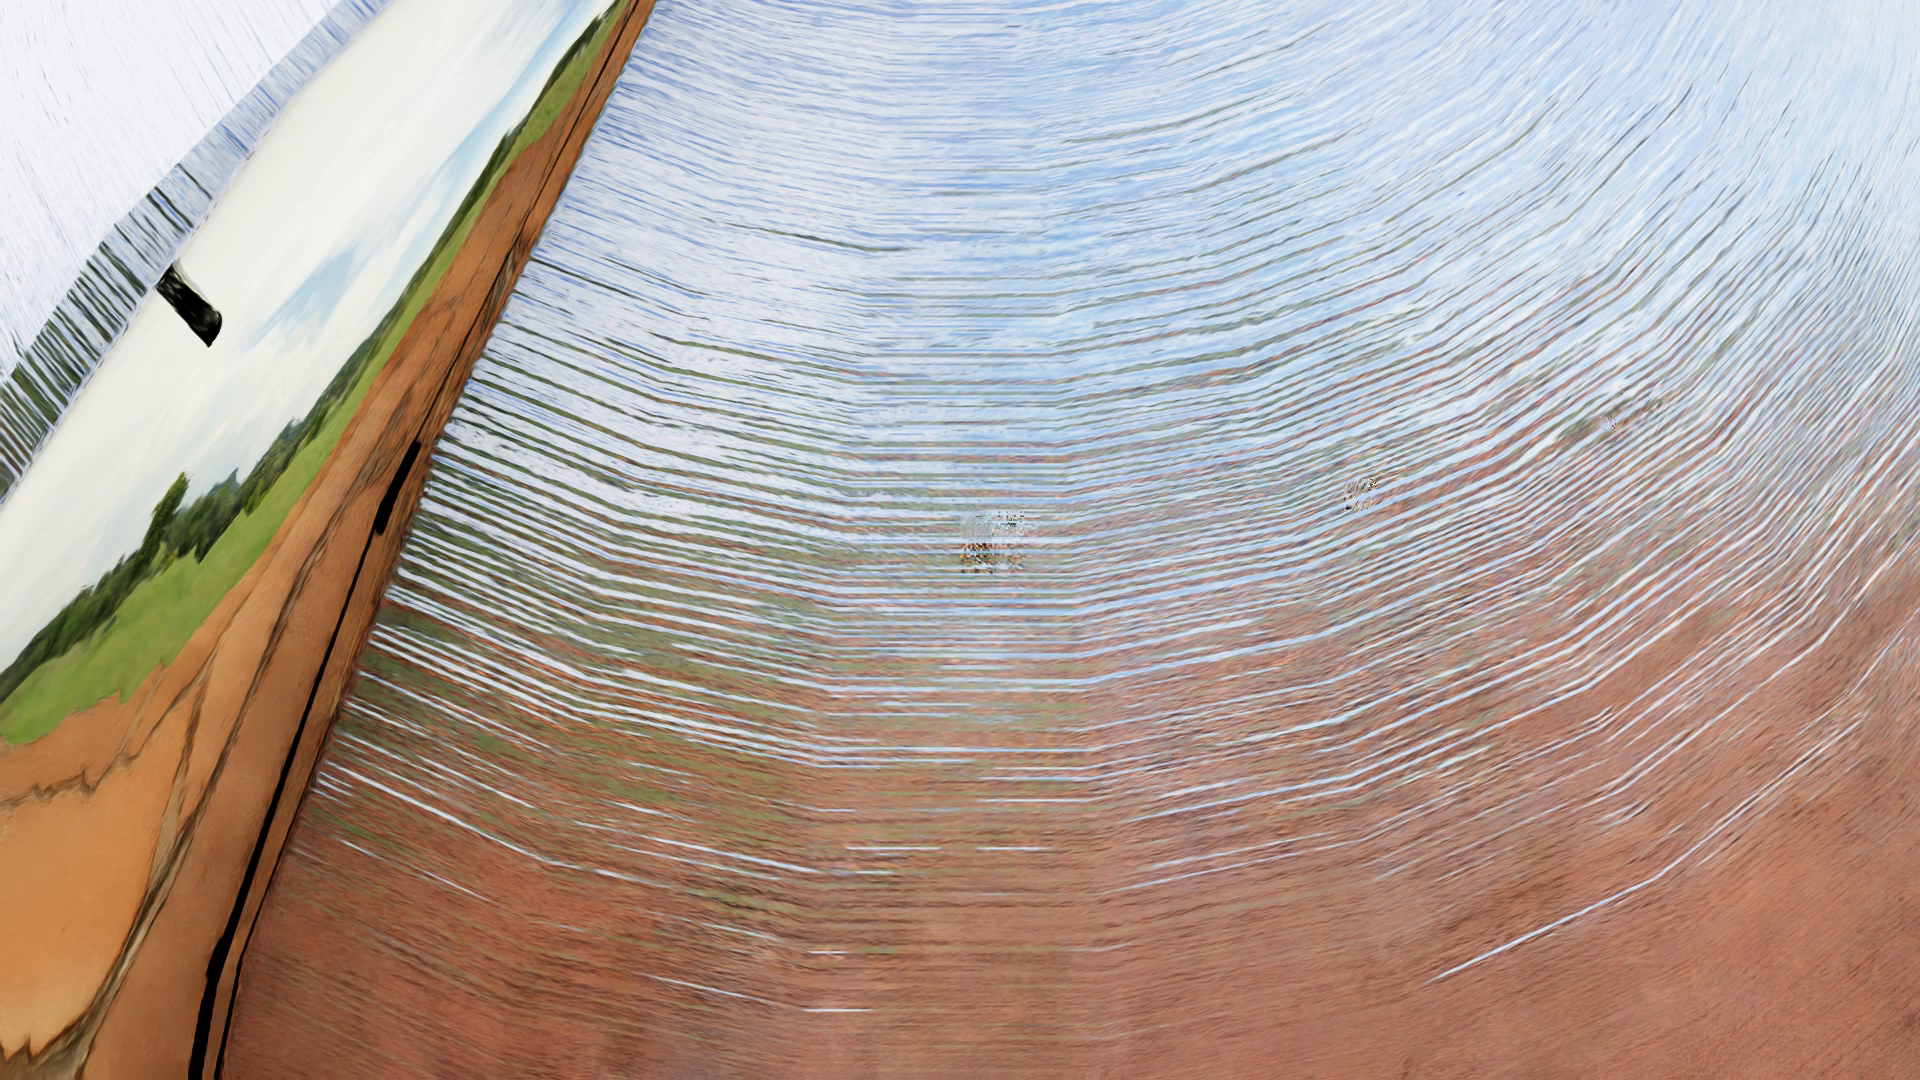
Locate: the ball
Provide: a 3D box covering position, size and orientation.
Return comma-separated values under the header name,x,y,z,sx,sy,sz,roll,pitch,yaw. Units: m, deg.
name,x,y,z,sx,sy,sz,roll,pitch,yaw
ball,0.000,-0.002,0.056,0.080,0.080,0.080,0,4,0
